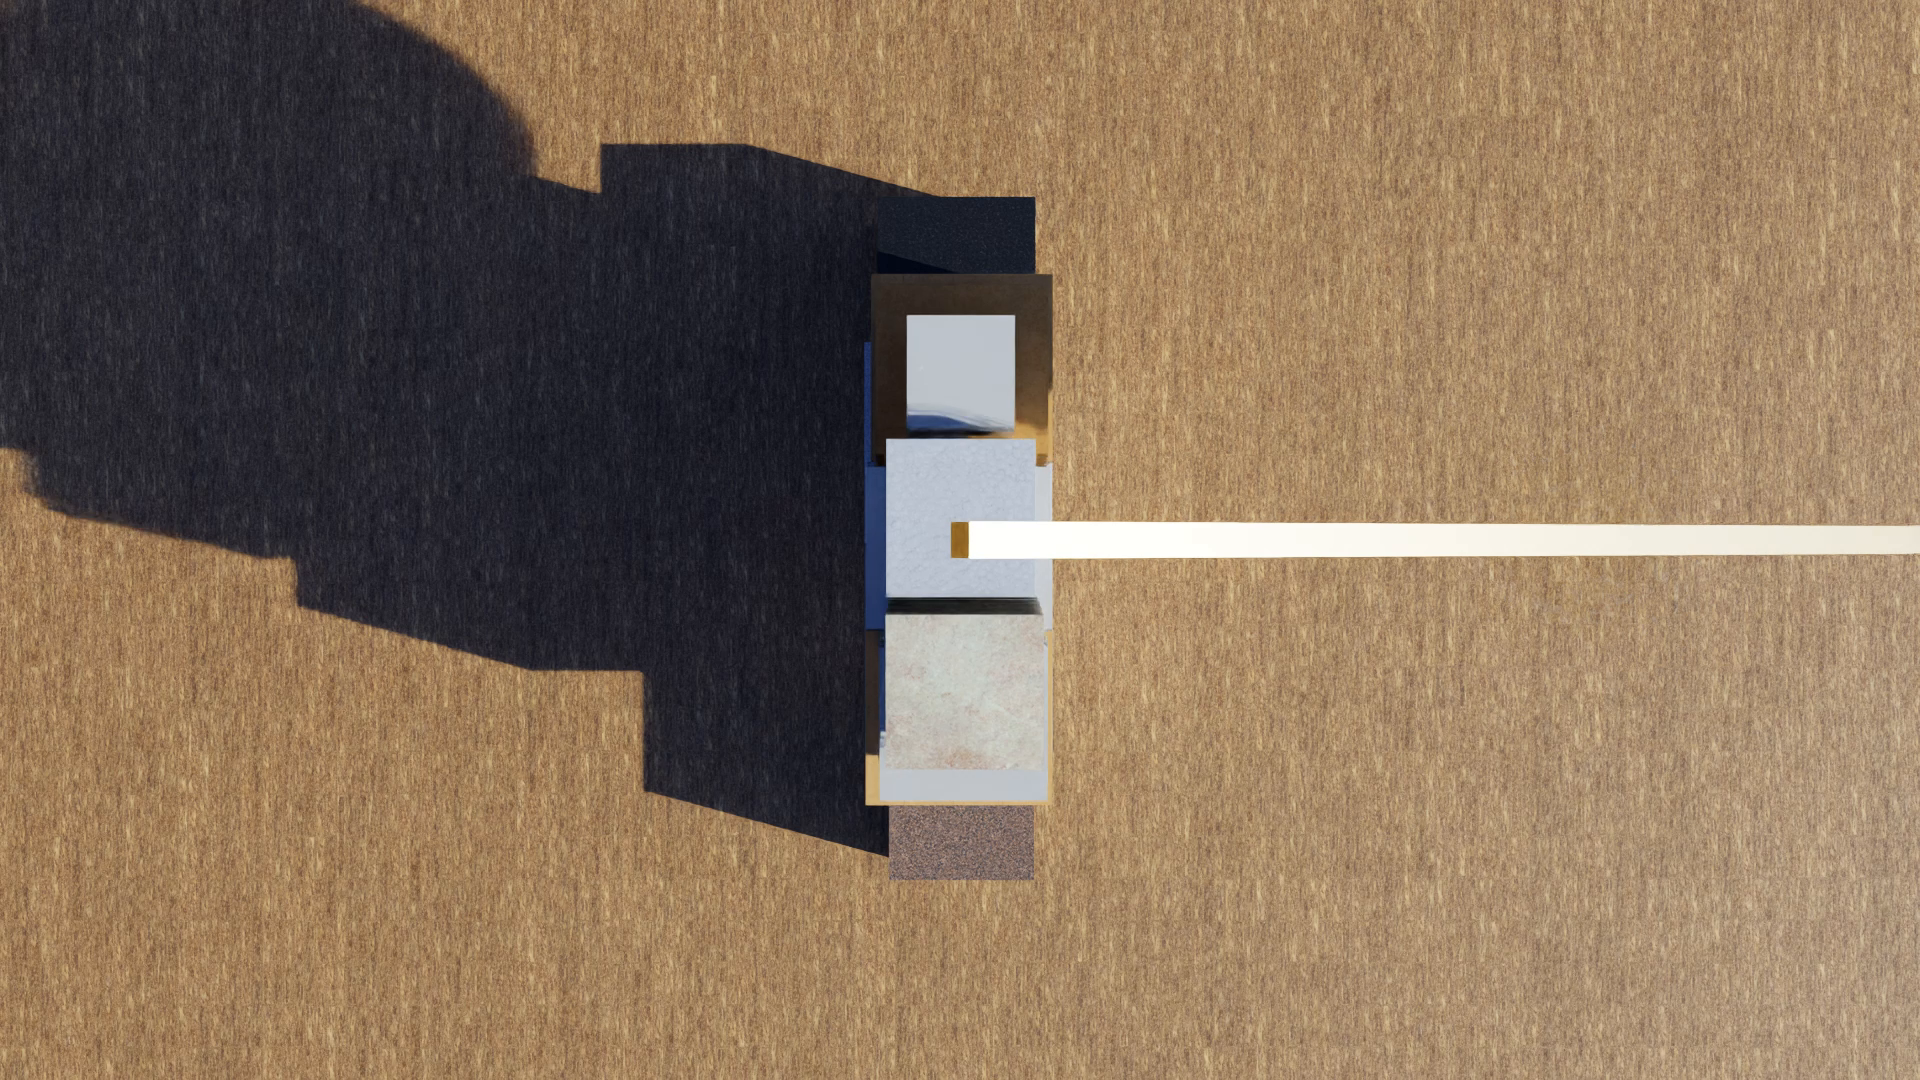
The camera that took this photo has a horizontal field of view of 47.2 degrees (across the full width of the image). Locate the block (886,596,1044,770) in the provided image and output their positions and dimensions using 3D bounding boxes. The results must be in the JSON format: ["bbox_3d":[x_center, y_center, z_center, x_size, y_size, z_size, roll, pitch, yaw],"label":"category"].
[{"bbox_3d":[0.019,0.620,9.719,0.672,0.715,0.667,0,95,0],"label":"block"}]

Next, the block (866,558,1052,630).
[{"bbox_3d":[-0.006,0.593,12.433,1.011,1.133,1.124,0,90,0],"label":"block"}]

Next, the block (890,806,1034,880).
[{"bbox_3d":[0.009,1.525,12.589,0.803,0.821,0.719,0,90,0],"label":"block"}]

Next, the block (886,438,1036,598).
[{"bbox_3d":[0.004,-0.093,9.732,0.638,0.659,0.679,0,90,0],"label":"block"}]

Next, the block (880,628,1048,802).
[{"bbox_3d":[0.016,0.813,10.554,0.778,0.776,0.724,0,96,0],"label":"block"}]

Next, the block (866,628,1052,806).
[{"bbox_3d":[-0.005,0.898,11.476,0.940,0.782,0.878,0,90,0],"label":"block"}]

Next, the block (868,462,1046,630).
[{"bbox_3d":[-0.015,0.030,11.388,0.887,0.957,0.834,0,90,0],"label":"block"}]

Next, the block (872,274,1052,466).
[{"bbox_3d":[0.010,-0.866,11.528,0.913,0.971,0.941,0,90,0],"label":"block"}]

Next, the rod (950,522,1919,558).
[{"bbox_3d":[2.234,0.000,6.138,5.200,0.080,0.080,0,90,-31],"label":"rod"}]

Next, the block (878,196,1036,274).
[{"bbox_3d":[-0.019,-1.488,12.536,0.867,0.928,0.793,0,90,0],"label":"block"}]

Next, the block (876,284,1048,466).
[{"bbox_3d":[0.008,-0.772,10.595,0.804,0.691,0.803,0,85,0],"label":"block"}]

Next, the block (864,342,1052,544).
[{"bbox_3d":[-0.009,-0.531,12.507,1.028,0.987,1.103,0,90,0],"label":"block"}]

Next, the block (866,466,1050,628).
[{"bbox_3d":[-0.006,0.036,10.485,0.839,0.849,0.741,0,90,0],"label":"block"}]

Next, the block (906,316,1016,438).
[{"bbox_3d":[0.004,-0.719,9.947,0.474,0.594,0.493,0,85,0],"label":"block"}]
